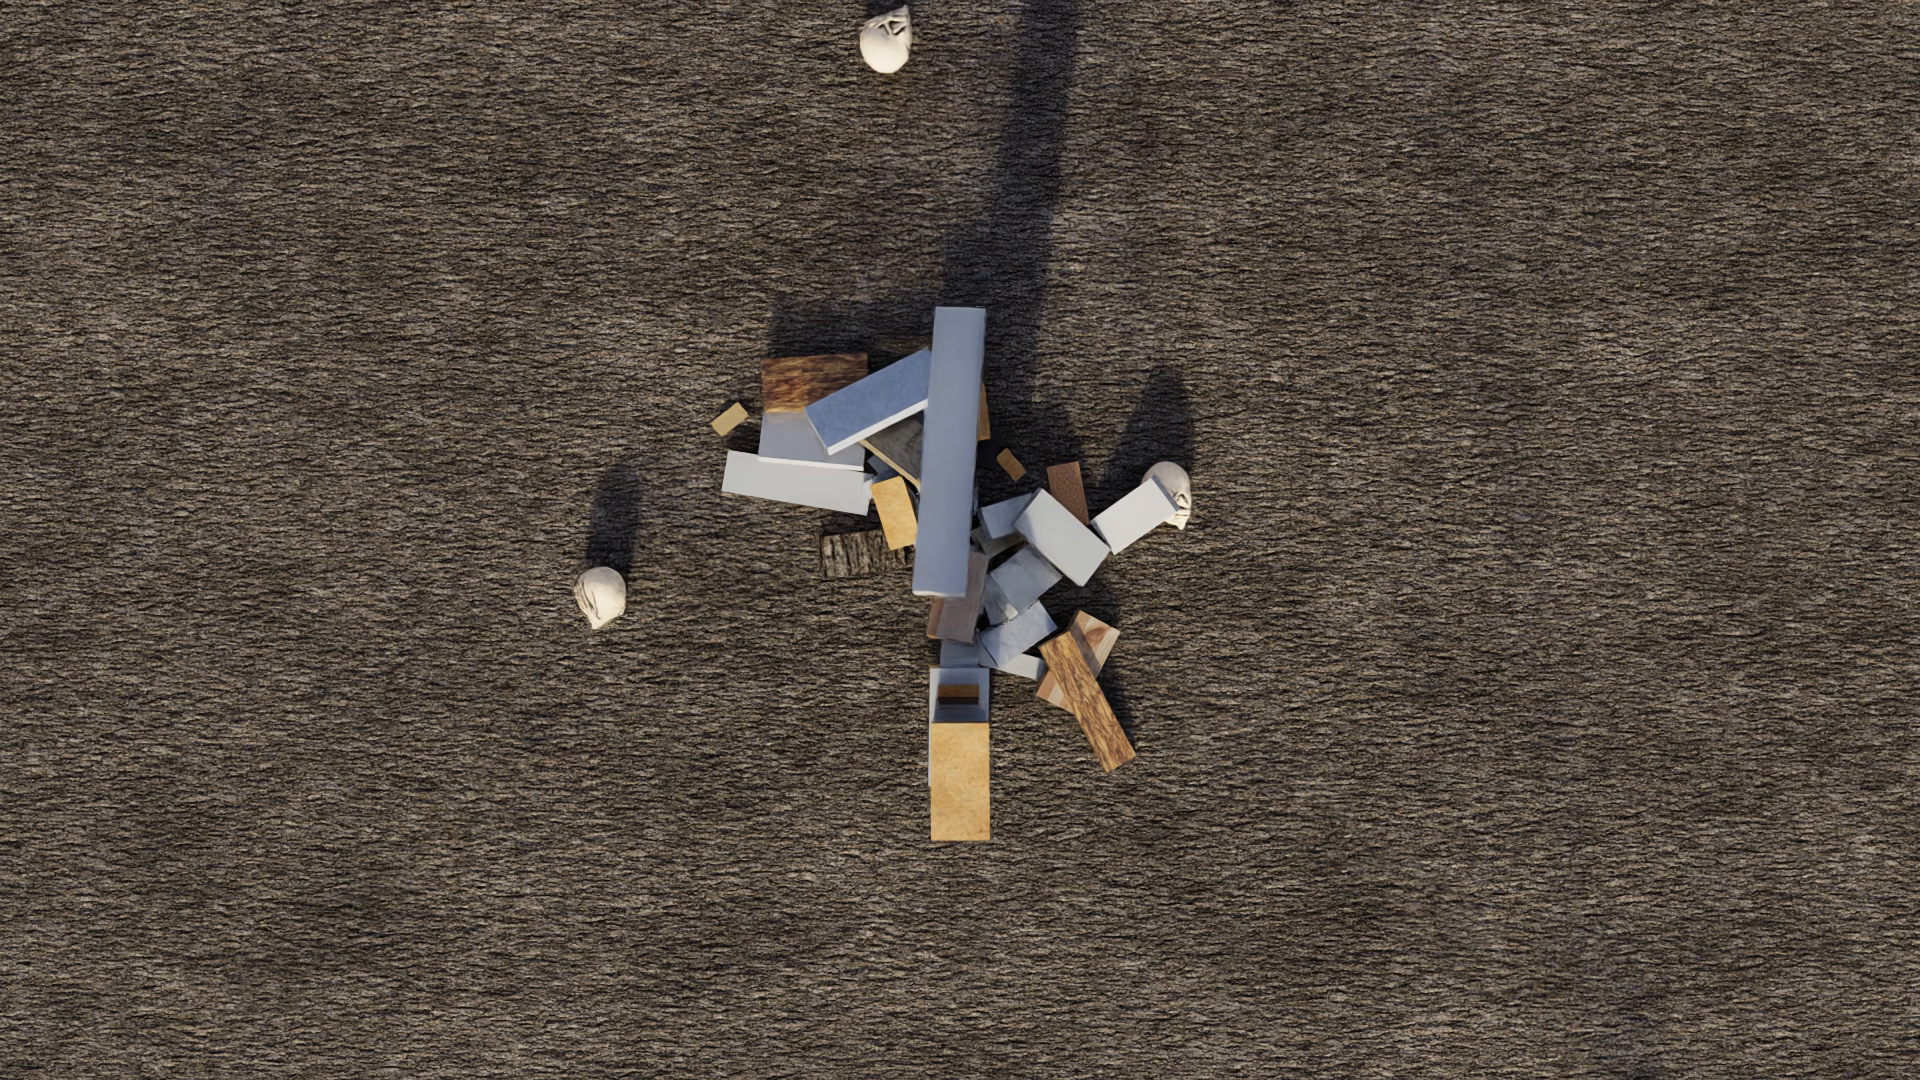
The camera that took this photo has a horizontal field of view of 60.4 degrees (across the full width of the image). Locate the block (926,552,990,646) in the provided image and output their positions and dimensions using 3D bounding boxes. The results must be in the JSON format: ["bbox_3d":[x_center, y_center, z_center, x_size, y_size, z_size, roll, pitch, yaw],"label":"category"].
[{"bbox_3d":[-0.005,0.175,5.168,0.144,0.041,0.287,11,75,5],"label":"block"}]

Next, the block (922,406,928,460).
[{"bbox_3d":[-0.037,-0.326,5.351,0.163,0.046,0.327,0,64,3],"label":"block"}]

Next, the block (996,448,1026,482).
[{"bbox_3d":[0.170,-0.250,5.493,0.052,0.015,0.104,-41,90,0],"label":"block"}]

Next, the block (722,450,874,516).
[{"bbox_3d":[-0.538,-0.190,5.480,0.488,0.039,0.139,10,90,0],"label":"block"}]

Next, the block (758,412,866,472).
[{"bbox_3d":[-0.483,-0.334,5.454,0.347,0.049,0.174,5,75,0],"label":"block"}]

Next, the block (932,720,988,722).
[{"bbox_3d":[0.000,0.542,4.596,0.156,0.311,0.044,0,90,0],"label":"block"}]

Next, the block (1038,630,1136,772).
[{"bbox_3d":[0.419,0.532,5.437,0.113,0.032,0.483,-30,100,-8],"label":"block"}]

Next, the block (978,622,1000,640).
[{"bbox_3d":[0.089,0.336,5.490,0.143,0.020,0.072,-35,90,0],"label":"block"}]

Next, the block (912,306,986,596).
[{"bbox_3d":[-0.030,-0.292,5.259,0.163,0.046,0.960,3,74,6],"label":"block"}]

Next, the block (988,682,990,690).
[{"bbox_3d":[-0.001,0.436,4.970,0.170,0.340,0.048,9,90,0],"label":"block"}]

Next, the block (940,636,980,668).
[{"bbox_3d":[0.000,0.359,5.277,0.118,0.236,0.033,-2,103,2],"label":"block"}]

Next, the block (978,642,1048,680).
[{"bbox_3d":[0.205,0.413,5.477,0.305,0.020,0.072,15,91,-5],"label":"block"}]

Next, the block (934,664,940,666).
[{"bbox_3d":[-0.020,0.424,5.445,0.143,0.072,0.020,0,90,15],"label":"block"}]

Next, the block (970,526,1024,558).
[{"bbox_3d":[0.141,-0.027,5.431,0.215,0.030,0.108,-30,90,-32],"label":"block"}]

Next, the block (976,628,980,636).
[{"bbox_3d":[0.002,0.344,5.454,0.072,0.021,0.145,20,116,-9],"label":"block"}]

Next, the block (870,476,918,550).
[{"bbox_3d":[-0.208,-0.090,5.428,0.113,0.032,0.226,-17,95,9],"label":"block"}]

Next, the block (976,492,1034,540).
[{"bbox_3d":[0.165,-0.078,5.424,0.215,0.030,0.108,-18,83,-31],"label":"block"}]

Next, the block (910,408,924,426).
[{"bbox_3d":[-0.116,-0.426,5.471,0.104,0.029,0.207,25,88,13],"label":"block"}]

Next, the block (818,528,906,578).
[{"bbox_3d":[-0.325,0.042,5.480,0.277,0.039,0.139,-8,90,0],"label":"block"}]

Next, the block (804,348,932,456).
[{"bbox_3d":[-0.266,-0.454,5.373,0.455,0.049,0.174,-27,66,-10],"label":"block"}]

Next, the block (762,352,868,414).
[{"bbox_3d":[-0.475,-0.517,5.446,0.347,0.049,0.174,-4,79,-4],"label":"block"}]

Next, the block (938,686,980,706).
[{"bbox_3d":[-0.004,0.437,4.638,0.113,0.226,0.032,0,79,0],"label":"block"}]

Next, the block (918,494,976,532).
[{"bbox_3d":[-0.036,-0.087,5.423,0.208,0.104,0.029,54,46,-18],"label":"block"}]

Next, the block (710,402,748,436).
[{"bbox_3d":[-0.766,-0.401,5.492,0.117,0.017,0.059,-38,90,0],"label":"block"}]

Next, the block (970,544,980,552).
[{"bbox_3d":[-0.005,0.076,5.356,0.144,0.287,0.041,-5,106,1],"label":"block"}]

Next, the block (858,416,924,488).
[{"bbox_3d":[-0.178,-0.311,5.399,0.327,0.046,0.163,38,70,10],"label":"block"}]

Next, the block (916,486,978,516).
[{"bbox_3d":[-0.044,-0.154,5.425,0.208,0.104,0.029,16,49,15],"label":"block"}]

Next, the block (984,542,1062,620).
[{"bbox_3d":[0.205,0.124,5.363,0.044,0.314,0.157,-36,90,38],"label":"block"}]

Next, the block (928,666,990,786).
[{"bbox_3d":[-0.004,0.540,4.776,0.170,0.048,0.340,1,90,0],"label":"block"}]

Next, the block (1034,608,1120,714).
[{"bbox_3d":[0.386,0.404,5.459,0.157,0.044,0.314,28,89,-12],"label":"block"}]

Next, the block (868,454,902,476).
[{"bbox_3d":[-0.249,-0.238,5.492,0.059,0.017,0.117,-41,90,0],"label":"block"}]

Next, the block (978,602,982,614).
[{"bbox_3d":[0.001,0.206,5.355,0.144,0.287,0.041,0,93,0],"label":"block"}]

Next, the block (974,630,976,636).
[{"bbox_3d":[0.018,0.305,5.392,0.072,0.021,0.145,-3,130,3],"label":"block"}]

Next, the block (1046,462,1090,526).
[{"bbox_3d":[0.359,-0.146,5.485,0.108,0.030,0.215,-11,90,0],"label":"block"}]

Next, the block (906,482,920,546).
[{"bbox_3d":[-0.160,-0.086,5.461,0.104,0.029,0.208,-37,94,12],"label":"block"}]

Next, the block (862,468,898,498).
[{"bbox_3d":[-0.260,-0.188,5.460,0.117,0.017,0.059,-28,99,-12],"label":"block"}]

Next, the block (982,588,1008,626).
[{"bbox_3d":[0.128,0.201,5.382,0.033,0.236,0.118,-17,90,17],"label":"block"}]

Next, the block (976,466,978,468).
[{"bbox_3d":[0.016,-0.306,5.490,0.067,0.019,0.134,-6,90,0],"label":"block"}]

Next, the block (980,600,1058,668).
[{"bbox_3d":[0.193,0.310,5.458,0.236,0.033,0.118,-34,87,-11],"label":"block"}]

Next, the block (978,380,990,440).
[{"bbox_3d":[0.039,-0.424,5.440,0.104,0.029,0.207,-6,63,0],"label":"block"}]

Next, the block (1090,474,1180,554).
[{"bbox_3d":[0.572,-0.081,5.409,0.277,0.039,0.139,-37,90,32],"label":"block"}]

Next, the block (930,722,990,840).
[{"bbox_3d":[0.000,0.645,4.418,0.156,0.044,0.311,0,90,0],"label":"block"}]

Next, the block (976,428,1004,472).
[{"bbox_3d":[0.096,-0.302,5.478,0.067,0.019,0.134,15,80,0],"label":"block"}]

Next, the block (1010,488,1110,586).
[{"bbox_3d":[0.331,-0.008,5.424,0.314,0.044,0.157,41,79,-14],"label":"block"}]
